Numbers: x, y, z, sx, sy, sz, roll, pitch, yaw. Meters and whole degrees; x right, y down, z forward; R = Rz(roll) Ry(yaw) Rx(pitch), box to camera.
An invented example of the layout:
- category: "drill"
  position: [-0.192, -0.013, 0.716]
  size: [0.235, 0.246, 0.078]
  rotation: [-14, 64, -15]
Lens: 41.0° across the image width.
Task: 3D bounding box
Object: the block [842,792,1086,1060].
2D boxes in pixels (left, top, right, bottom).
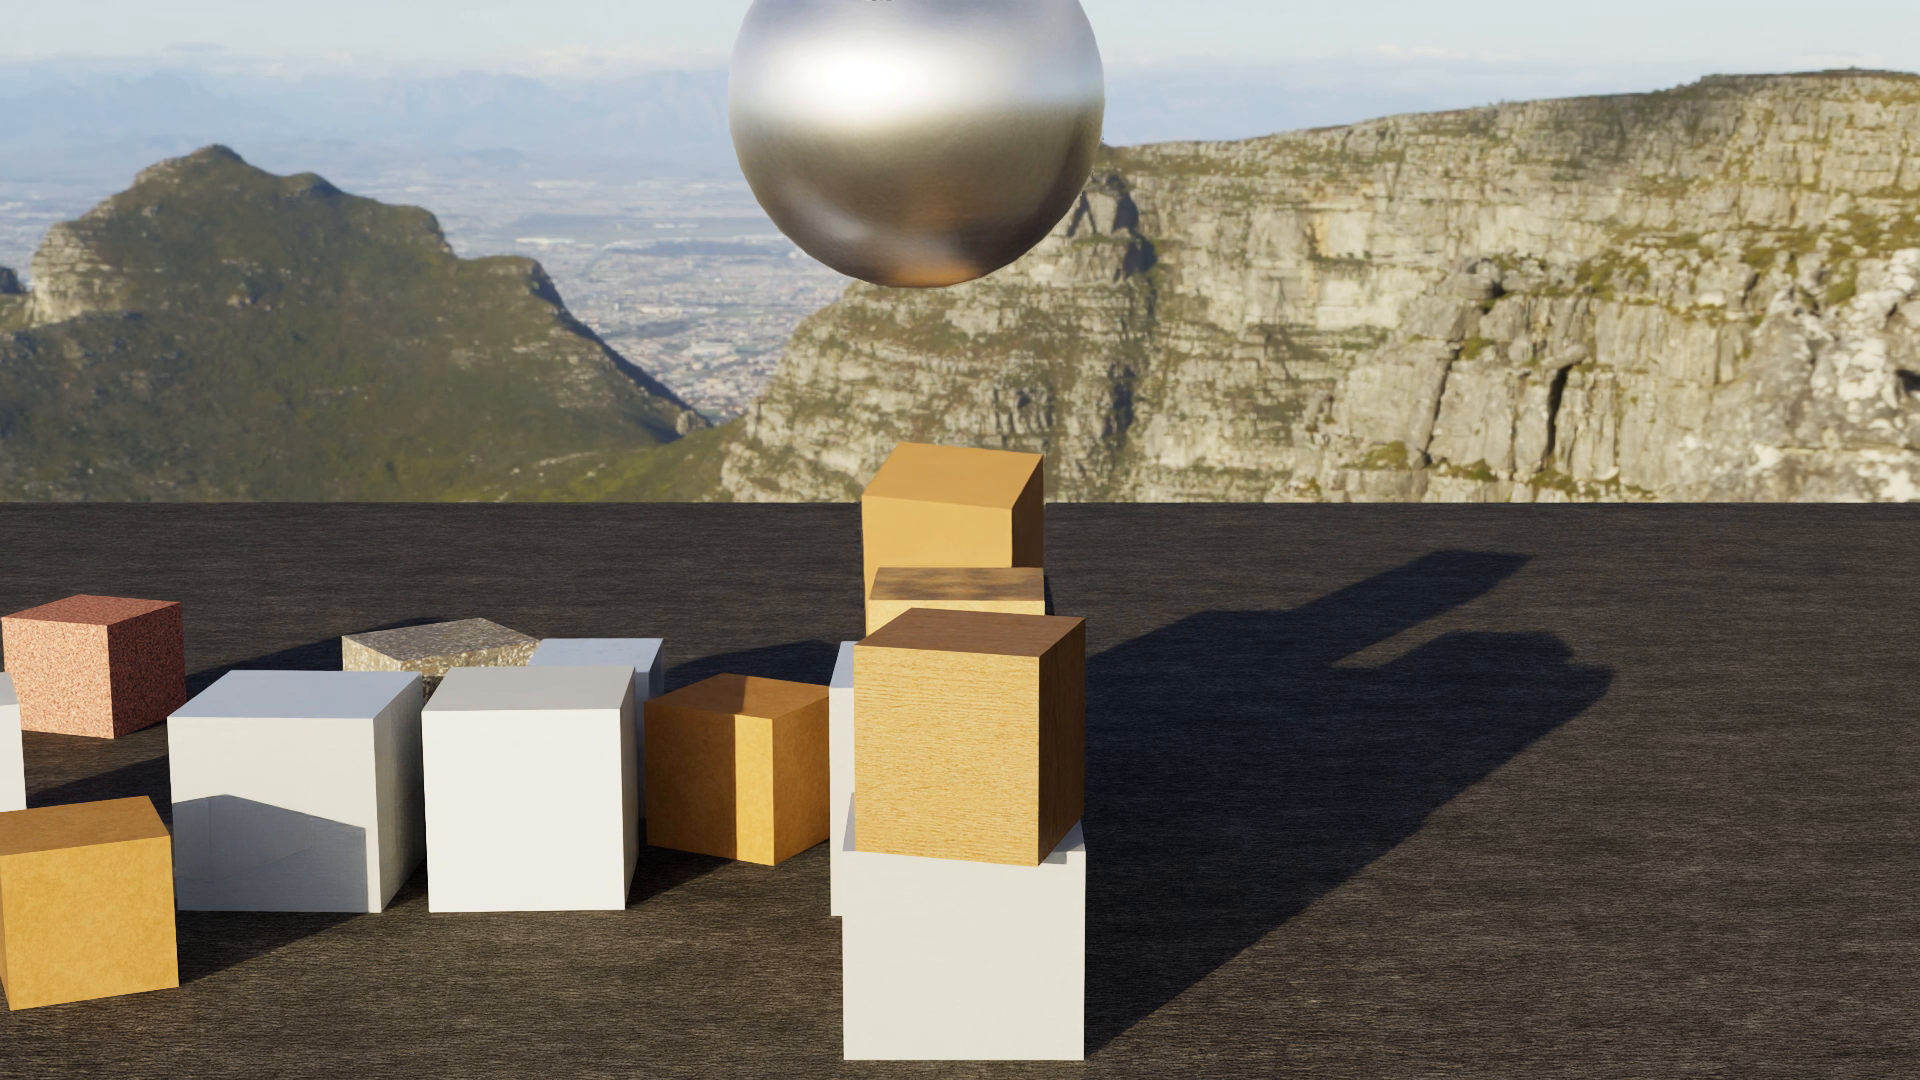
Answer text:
- category: "block"
  position: [0.014, 1.422, 9.560]
  size: [0.865, 0.781, 0.765]
  rotation: [0, 10, 0]

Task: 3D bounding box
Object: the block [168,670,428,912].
- category: "block"
  position: [-2.875, 1.084, 11.239]
  size: [0.869, 0.846, 0.861]
  rotation: [0, 10, 2]

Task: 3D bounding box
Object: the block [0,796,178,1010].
- category: "block"
  position: [-3.455, 1.413, 10.088]
  size: [0.619, 0.610, 0.620]
  rotation: [-5, 11, -24]

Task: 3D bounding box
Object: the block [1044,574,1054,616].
- category: "block"
  position: [0.012, 0.717, 13.076]
  size: [0.899, 0.911, 0.973]
  rotation: [0, 10, 0]

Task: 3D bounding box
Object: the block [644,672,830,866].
- category: "block"
  position: [-0.985, 1.049, 11.904]
  size: [0.689, 0.676, 0.661]
  rotation: [5, 12, 27]

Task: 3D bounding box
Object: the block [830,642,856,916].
- category: "block"
  position: [-0.065, 1.023, 11.180]
  size: [0.947, 0.987, 0.889]
  rotation: [0, 10, 1]

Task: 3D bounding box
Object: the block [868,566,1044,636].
- category: "block"
  position: [-0.006, 0.519, 10.159]
  size: [0.670, 0.707, 0.672]
  rotation: [0, 10, 1]

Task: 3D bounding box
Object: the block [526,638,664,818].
- category: "block"
  position: [-1.779, 0.912, 12.546]
  size: [0.599, 0.716, 0.743]
  rotation: [0, 10, -1]

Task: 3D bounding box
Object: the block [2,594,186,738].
- category: "block"
  position: [-4.740, 0.684, 14.076]
  size: [0.676, 0.618, 0.651]
  rotation: [4, 11, 19]

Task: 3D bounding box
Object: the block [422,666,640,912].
- category: "block"
  position: [-1.858, 1.072, 11.222]
  size: [0.824, 0.876, 0.814]
  rotation: [0, 10, -3]

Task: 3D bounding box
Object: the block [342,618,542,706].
- category: "block"
  position: [-2.603, 0.844, 12.950]
  size: [0.763, 0.707, 0.710]
  rotation: [-7, 13, -35]

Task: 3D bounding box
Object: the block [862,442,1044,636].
- category: "block"
  position: [-0.024, 0.038, 12.275]
  size: [0.717, 0.770, 0.640]
  rotation: [6, 26, 14]

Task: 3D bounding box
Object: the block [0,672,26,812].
- category: "block"
  position: [-4.637, 1.068, 11.587]
  size: [0.734, 0.754, 0.683]
  rotation: [-4, 11, -23]

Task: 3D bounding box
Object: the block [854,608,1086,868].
- category: "block"
  position: [0.045, 0.696, 9.279]
  size: [0.671, 0.750, 0.677]
  rotation: [3, 11, 16]

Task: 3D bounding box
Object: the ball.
- category: "ball"
  position: [-0.186, -1.863, 10.842]
  size: [1.600, 1.600, 1.600]
  rotation: [0, 10, 0]
